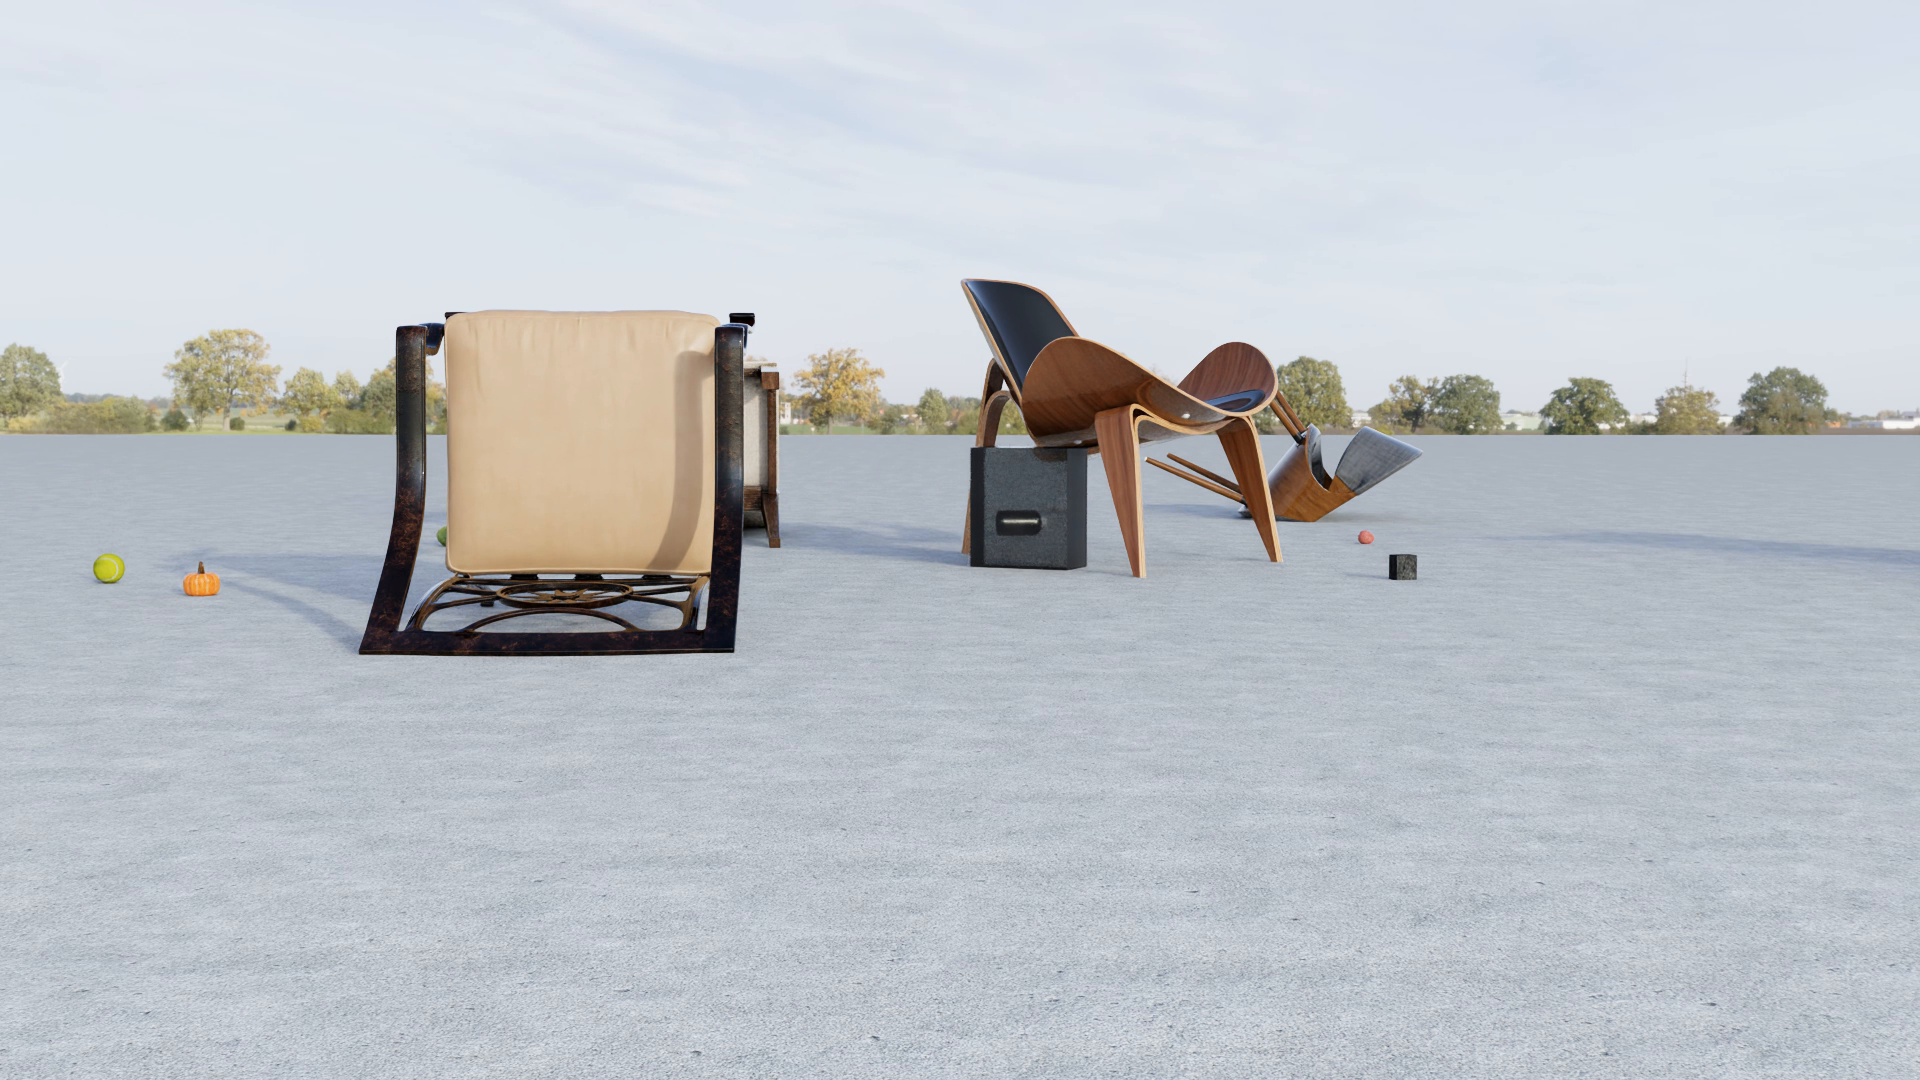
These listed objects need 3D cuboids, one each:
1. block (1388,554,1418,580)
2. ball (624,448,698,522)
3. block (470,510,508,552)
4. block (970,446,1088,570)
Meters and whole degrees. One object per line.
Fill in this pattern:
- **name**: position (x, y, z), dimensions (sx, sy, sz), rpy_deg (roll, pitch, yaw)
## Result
- **block**: position (1.046, 0.064, 5.190), dimensions (0.052, 0.058, 0.039), rpy_deg (-1, 4, -17)
- **ball**: position (-1.004, -0.182, 7.382), dimensions (0.249, 0.249, 0.249), rpy_deg (0, 4, 0)
- **block**: position (-1.318, -0.028, 6.143), dimensions (0.098, 0.110, 0.131), rpy_deg (-1, 4, -15)
- **block**: position (0.174, -0.083, 5.550), dimensions (0.264, 0.302, 0.133), rpy_deg (2, 4, 25)
